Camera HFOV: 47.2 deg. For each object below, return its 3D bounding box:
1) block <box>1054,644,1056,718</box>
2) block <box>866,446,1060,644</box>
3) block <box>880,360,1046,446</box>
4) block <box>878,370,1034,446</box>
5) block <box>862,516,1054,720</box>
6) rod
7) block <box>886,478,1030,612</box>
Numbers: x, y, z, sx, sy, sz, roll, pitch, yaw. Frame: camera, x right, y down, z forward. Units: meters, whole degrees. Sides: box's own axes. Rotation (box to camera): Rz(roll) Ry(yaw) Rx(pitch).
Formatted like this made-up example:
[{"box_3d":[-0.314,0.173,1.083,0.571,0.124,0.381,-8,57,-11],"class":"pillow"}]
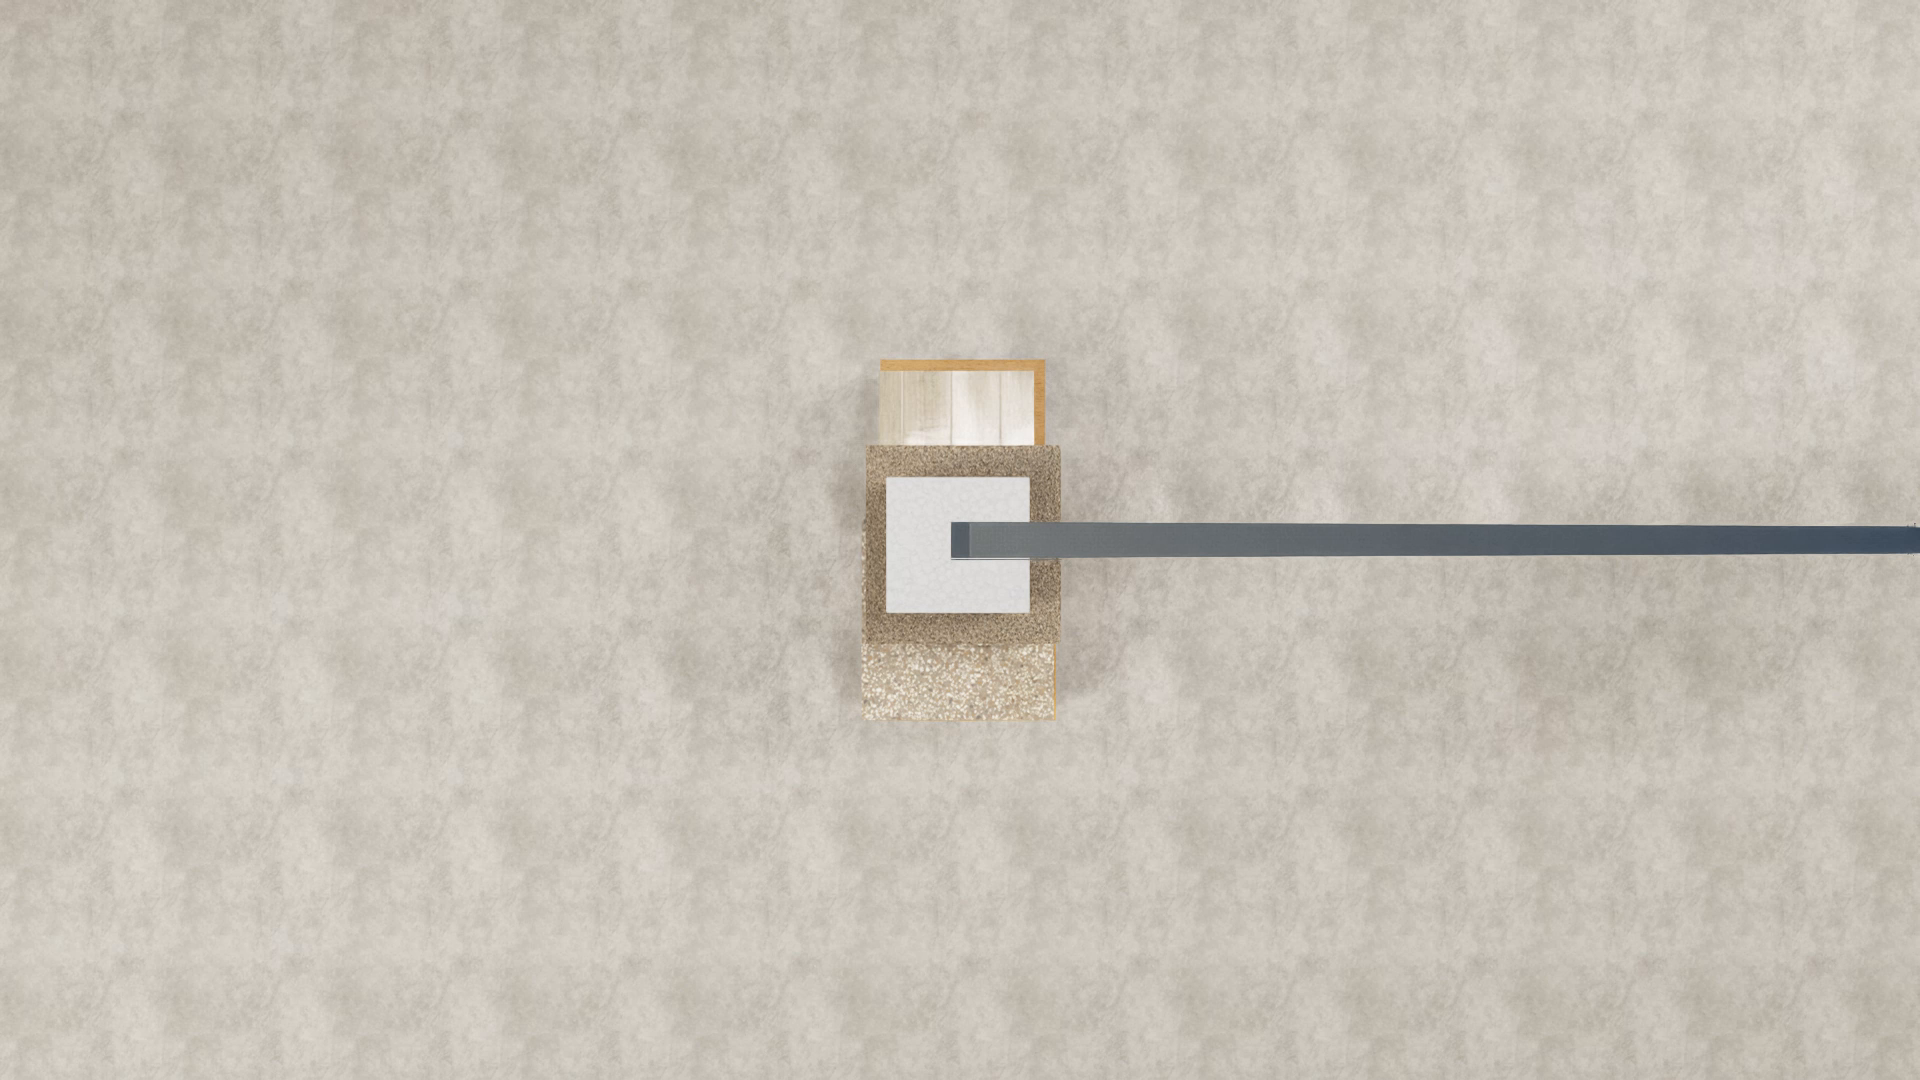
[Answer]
[{"box_3d":[0.018,0.474,12.561,1.019,0.877,1.017,0,90,0],"class":"block"},{"box_3d":[0.015,0.021,10.415,0.888,0.820,0.906,0,90,0],"class":"block"},{"box_3d":[0.015,-0.514,12.487,0.896,1.026,0.938,0,90,0],"class":"block"},{"box_3d":[-0.018,-0.506,11.630,0.797,0.688,0.725,0,90,0],"class":"block"},{"box_3d":[-0.011,0.378,11.408,0.948,1.148,1.001,0,91,0],"class":"block"},{"box_3d":[2.234,0.000,6.160,5.200,0.080,0.080,0,90,-31],"class":"rod"},{"box_3d":[-0.009,0.022,9.693,0.610,0.623,0.577,0,90,0],"class":"block"}]
